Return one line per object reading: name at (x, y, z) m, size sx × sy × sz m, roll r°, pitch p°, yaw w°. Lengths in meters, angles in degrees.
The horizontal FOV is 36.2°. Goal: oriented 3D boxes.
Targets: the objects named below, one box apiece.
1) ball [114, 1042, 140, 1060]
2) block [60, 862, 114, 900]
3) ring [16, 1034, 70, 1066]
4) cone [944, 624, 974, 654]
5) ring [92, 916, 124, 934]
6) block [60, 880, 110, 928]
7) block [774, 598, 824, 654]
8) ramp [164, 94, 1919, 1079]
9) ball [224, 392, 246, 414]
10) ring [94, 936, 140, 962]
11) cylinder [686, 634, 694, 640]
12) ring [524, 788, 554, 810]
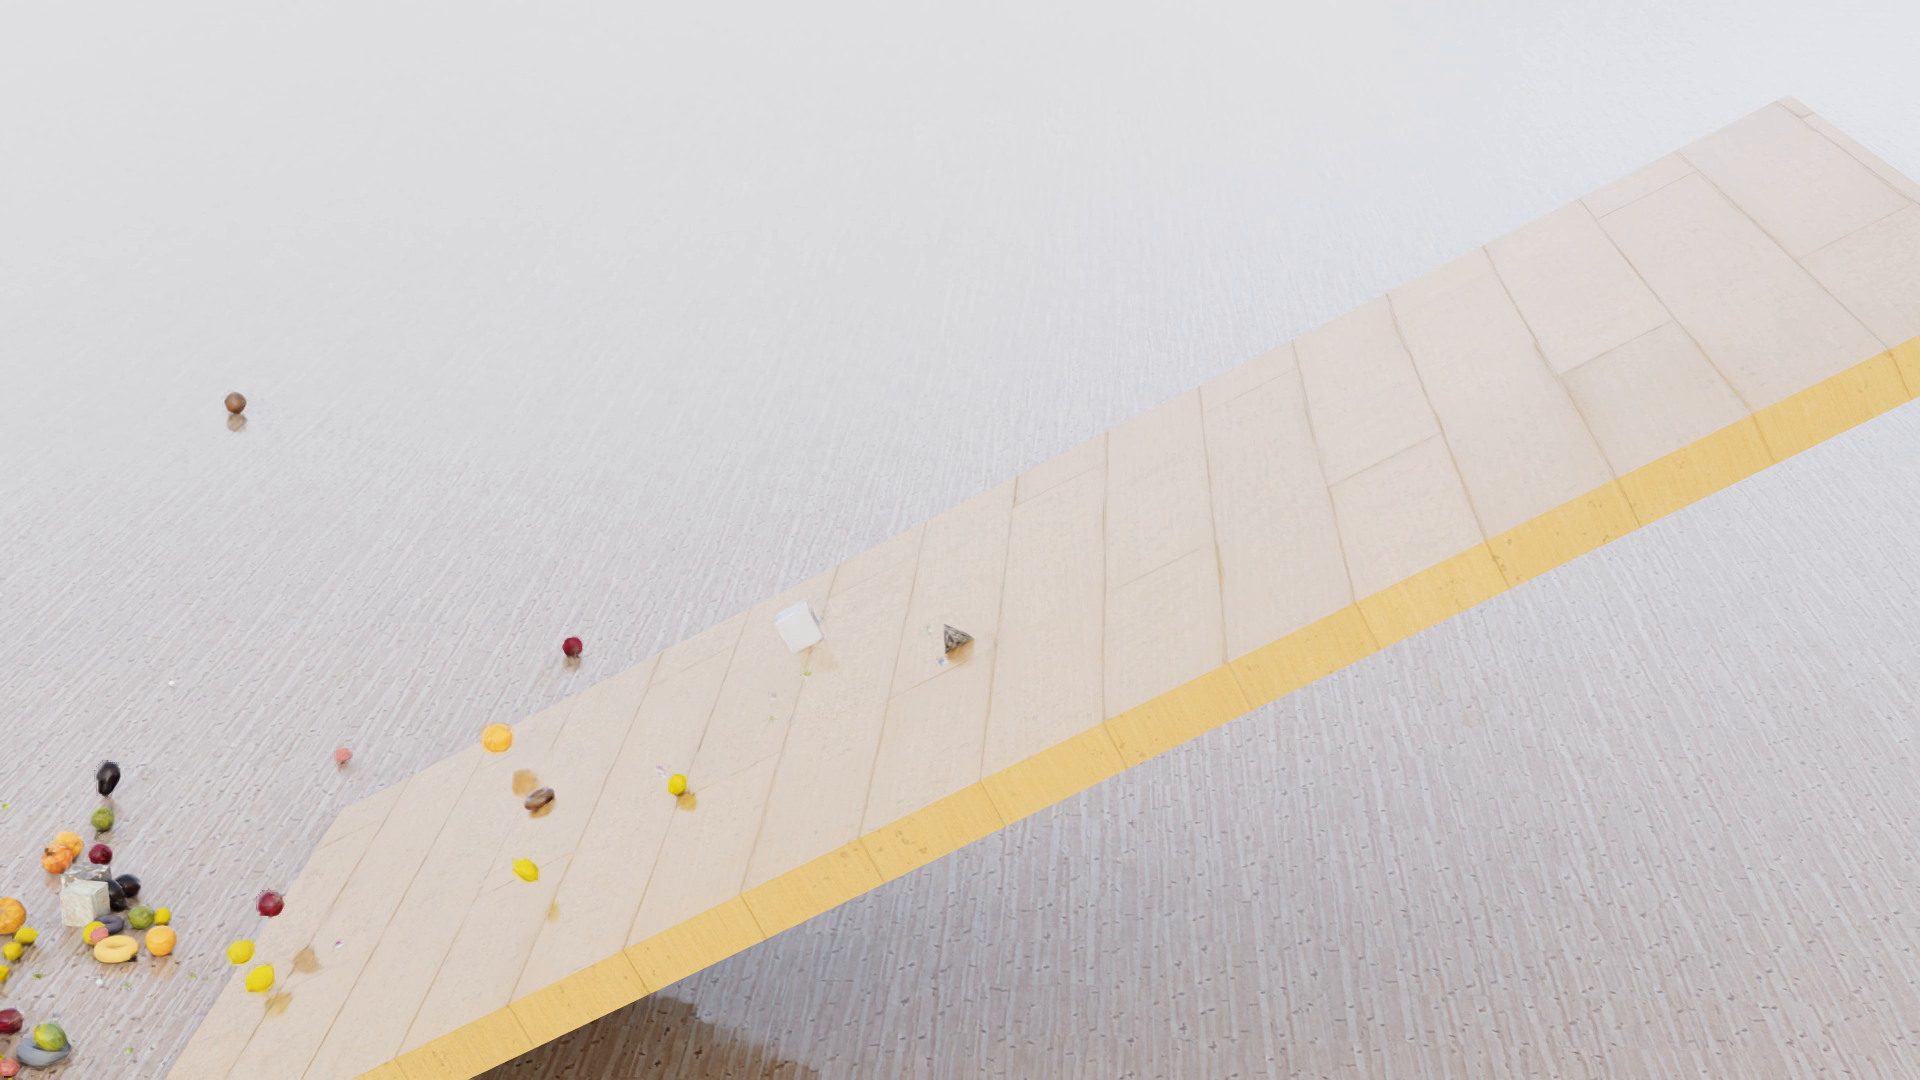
ball at (-1.836, 1.133, 6.480) m, size 0.056 × 0.056 × 0.056 m, roll 0°, pitch 17°, yaw 0°
block at (-2.149, 0.853, 7.241) m, size 0.084 × 0.084 × 0.084 m, roll 6°, pitch 18°, yaw 19°
ring at (-2.015, 1.120, 6.462) m, size 0.114 × 0.038 × 0.114 m, roll 0°, pitch 18°, yaw 0°
cone at (0.000, 0.205, 6.154) m, size 0.065 × 0.065 × 0.065 m, roll -2°, pitch 17°, yaw -2°
ring at (-2.056, 0.929, 7.096) m, size 0.078 × 0.026 × 0.078 m, roll 1°, pitch 18°, yaw 0°
block at (-2.125, 0.883, 7.145) m, size 0.084 × 0.084 × 0.084 m, roll 3°, pitch 18°, yaw 11°
block at (-0.372, 0.199, 6.789) m, size 0.083 × 0.083 × 0.083 m, roll -28°, pitch 14°, yaw 2°
ramp at (0.141, 0.167, 6.281) m, size 4.000 × 0.100 × 2.000 m, roll -26°, pitch 14°, yaw 11°
ball at (-2.897, -0.550, 11.758) m, size 0.086 × 0.086 × 0.086 m, roll 0°, pitch 17°, yaw 0°
ring at (-1.995, 0.968, 6.956) m, size 0.105 × 0.035 × 0.105 m, roll -1°, pitch 19°, yaw 0°
cylinder at (-0.798, 0.325, 8.979) m, size 0.062 × 0.062 × 0.062 m, roll 10°, pitch 20°, yaw 30°
ring at (-0.955, 0.587, 6.674) m, size 0.075 × 0.025 × 0.075 m, roll -26°, pitch 15°, yaw 7°
